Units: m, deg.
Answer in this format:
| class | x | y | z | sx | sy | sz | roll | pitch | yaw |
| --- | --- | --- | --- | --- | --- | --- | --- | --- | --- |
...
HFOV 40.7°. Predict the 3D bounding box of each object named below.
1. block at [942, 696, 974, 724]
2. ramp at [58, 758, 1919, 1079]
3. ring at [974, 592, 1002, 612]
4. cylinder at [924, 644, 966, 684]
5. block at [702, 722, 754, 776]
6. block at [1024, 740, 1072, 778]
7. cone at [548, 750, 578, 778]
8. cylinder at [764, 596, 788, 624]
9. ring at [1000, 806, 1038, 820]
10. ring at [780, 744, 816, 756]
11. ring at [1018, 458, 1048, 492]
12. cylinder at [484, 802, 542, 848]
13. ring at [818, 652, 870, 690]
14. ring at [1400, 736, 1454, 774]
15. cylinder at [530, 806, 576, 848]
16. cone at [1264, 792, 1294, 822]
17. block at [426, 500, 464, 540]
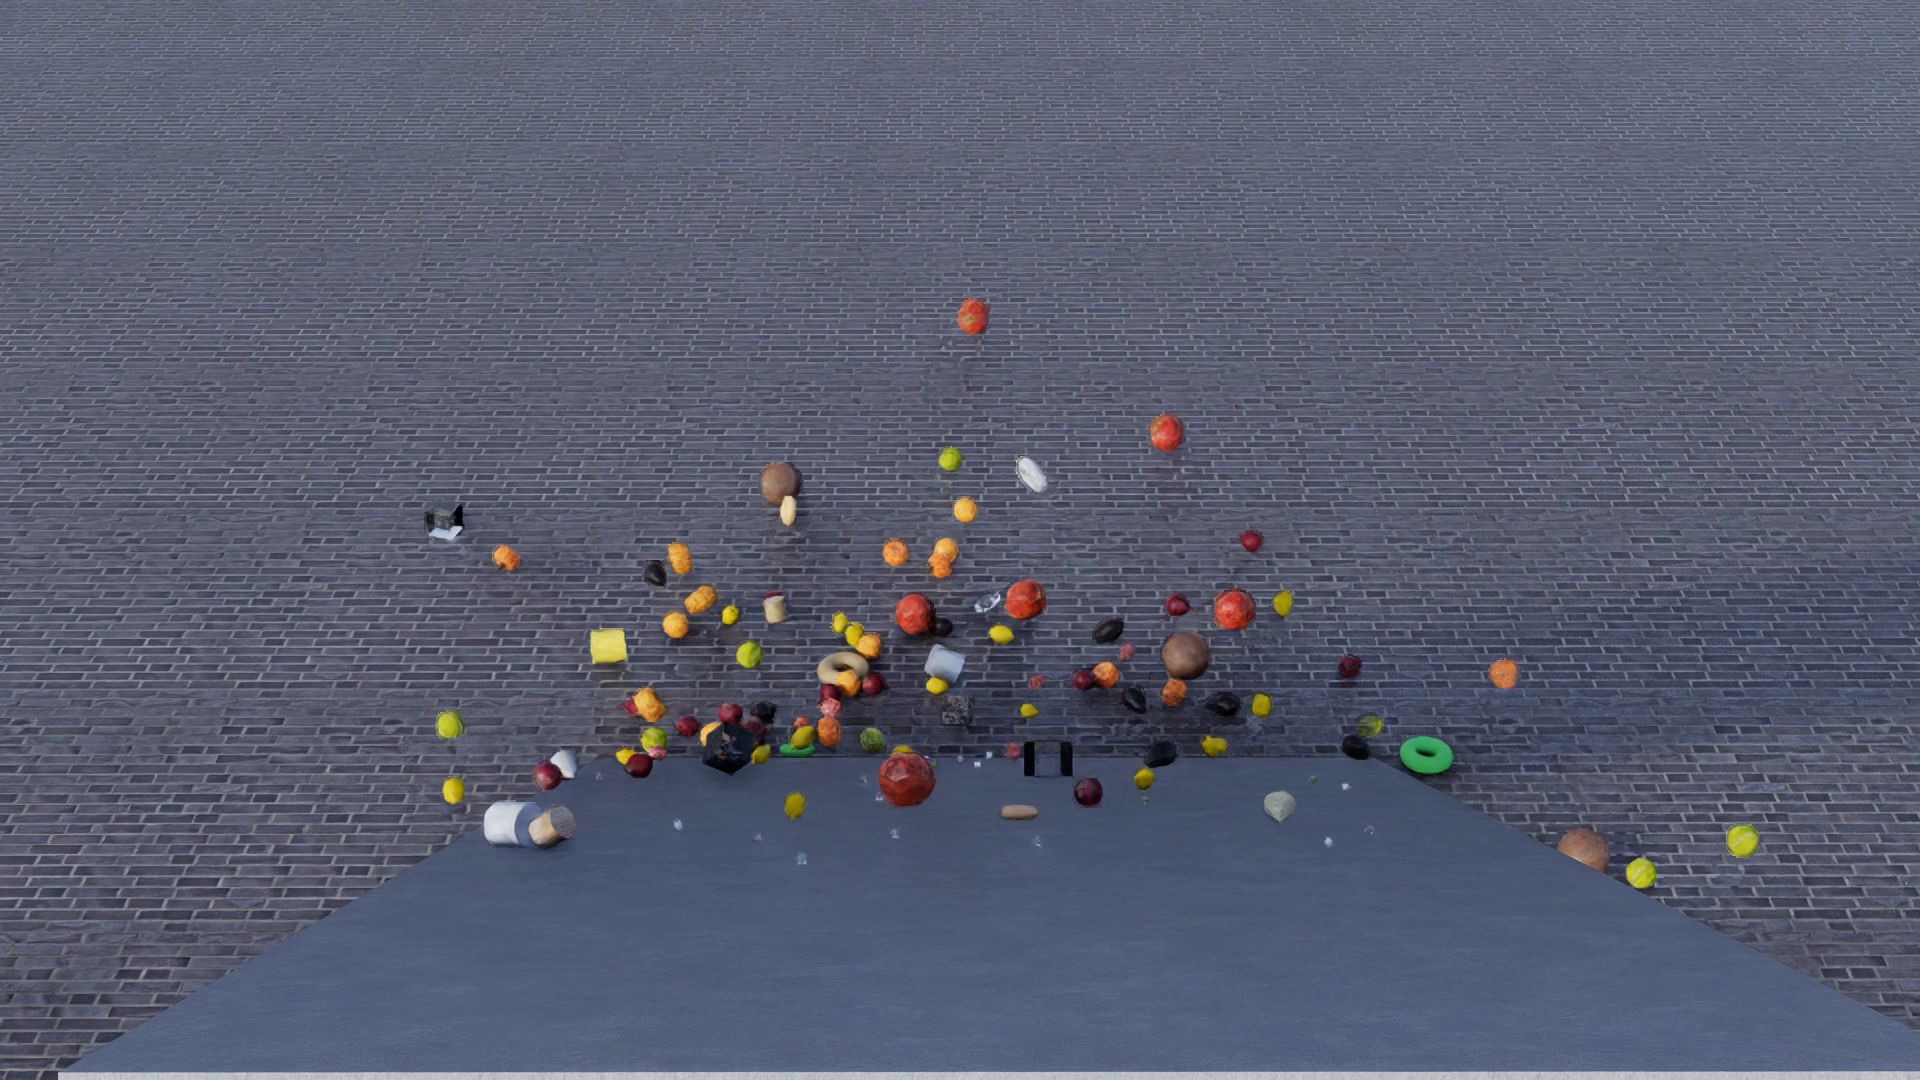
| class | x | y | z | sx | sy | sz | roll | pitch | yaw |
| --- | --- | --- | --- | --- | --- | --- | --- | --- | --- |
| block | -0.006 | 0.455 | 6.925 | 0.069 | 0.069 | 0.069 | 3 | 1 | 13 |
| ramp | 0.068 | 0.605 | 4.671 | 2.000 | 0.100 | 4.000 | 0 | 0 | 0 |
| ring | 0.079 | 0.177 | 7.359 | 0.083 | 0.028 | 0.083 | -27 | 12 | 6 |
| cylinder | -0.043 | 0.337 | 7.038 | 0.085 | 0.085 | 0.085 | 24 | 30 | -7 |
| block | -0.550 | 0.493 | 6.133 | 0.080 | 0.080 | 0.080 | 26 | 49 | -26 |
| block | 0.209 | 0.519 | 6.150 | 0.082 | 0.082 | 0.082 | 0 | 0 | 37 |
| cone | -0.915 | 0.542 | 6.060 | 0.074 | 0.074 | 0.074 | -16 | 31 | -25 |
| cylinder | -0.526 | 0.198 | 7.383 | 0.060 | 0.060 | 0.060 | -11 | 16 | 3 |
| ring | 0.119 | 0.544 | 5.168 | 0.077 | 0.026 | 0.077 | 1 | 0 | 0 |
| ring | -0.426 | 0.550 | 6.781 | 0.094 | 0.031 | 0.094 | 1 | -3 | 0 |
| ring | 0.222 | -0.197 | 7.885 | 0.040 | 0.120 | 0.120 | -37 | 42 | -15 |
| cylinder | -0.810 | 0.517 | 4.703 | 0.078 | 0.078 | 0.078 | 0 | 26 | 35 |
| ring | -0.320 | 0.360 | 7.136 | 0.148 | 0.049 | 0.148 | -1 | 29 | 0 |
| ring | 1.224 | 0.565 | 6.791 | 0.140 | 0.047 | 0.140 | 1 | 29 | 0 |
| cylinder | -0.727 | 0.513 | 4.620 | 0.060 | 0.060 | 0.060 | -30 | 13 | 34 |
| cone | 0.635 | 0.542 | 5.133 | 0.064 | 0.064 | 0.064 | 2 | 23 | 3 |
| block | -1.557 | -0.061 | 7.820 | 0.079 | 0.079 | 0.079 | 10 | 32 | 17 |
